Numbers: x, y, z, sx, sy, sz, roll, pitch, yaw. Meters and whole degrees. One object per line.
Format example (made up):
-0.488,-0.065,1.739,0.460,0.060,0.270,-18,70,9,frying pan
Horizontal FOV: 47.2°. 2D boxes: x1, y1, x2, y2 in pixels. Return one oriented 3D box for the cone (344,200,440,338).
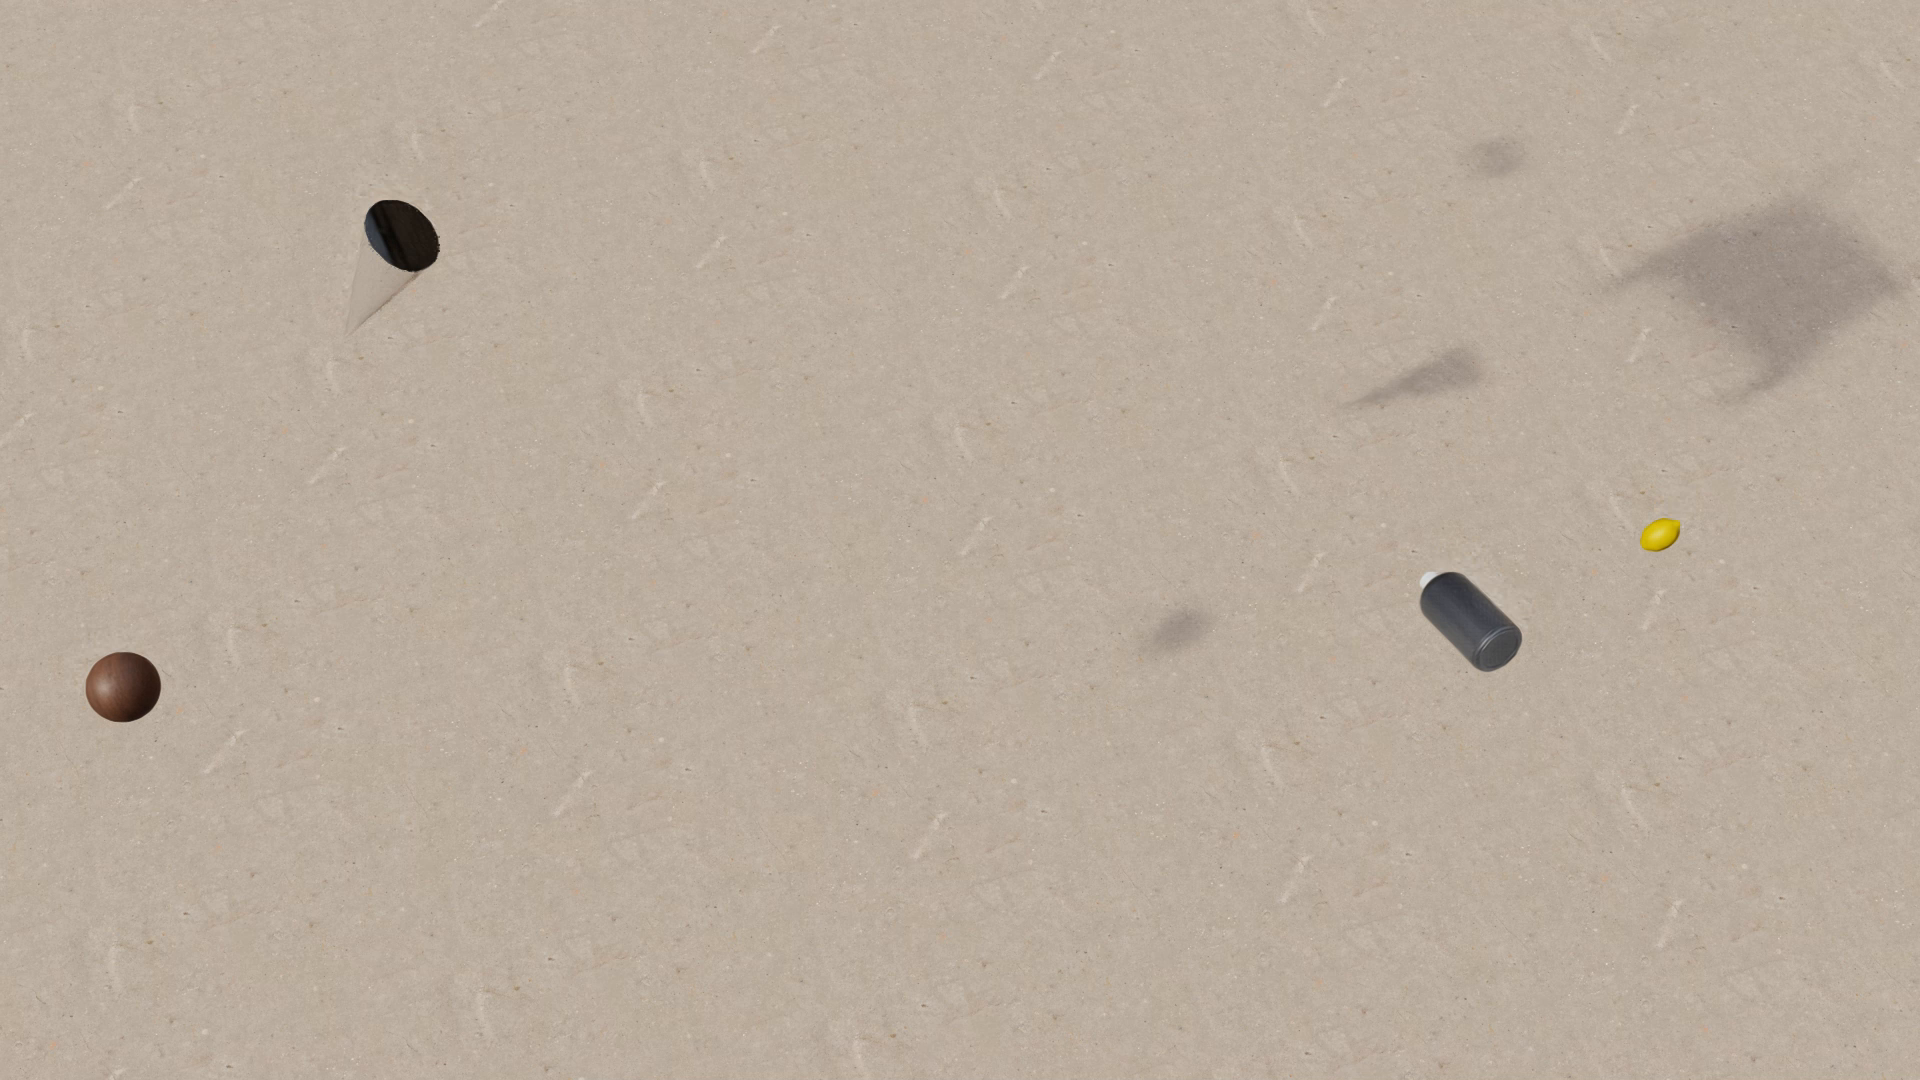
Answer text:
-1.110,-0.473,4.149,0.138,0.345,0.162,-2,62,-37,cone
